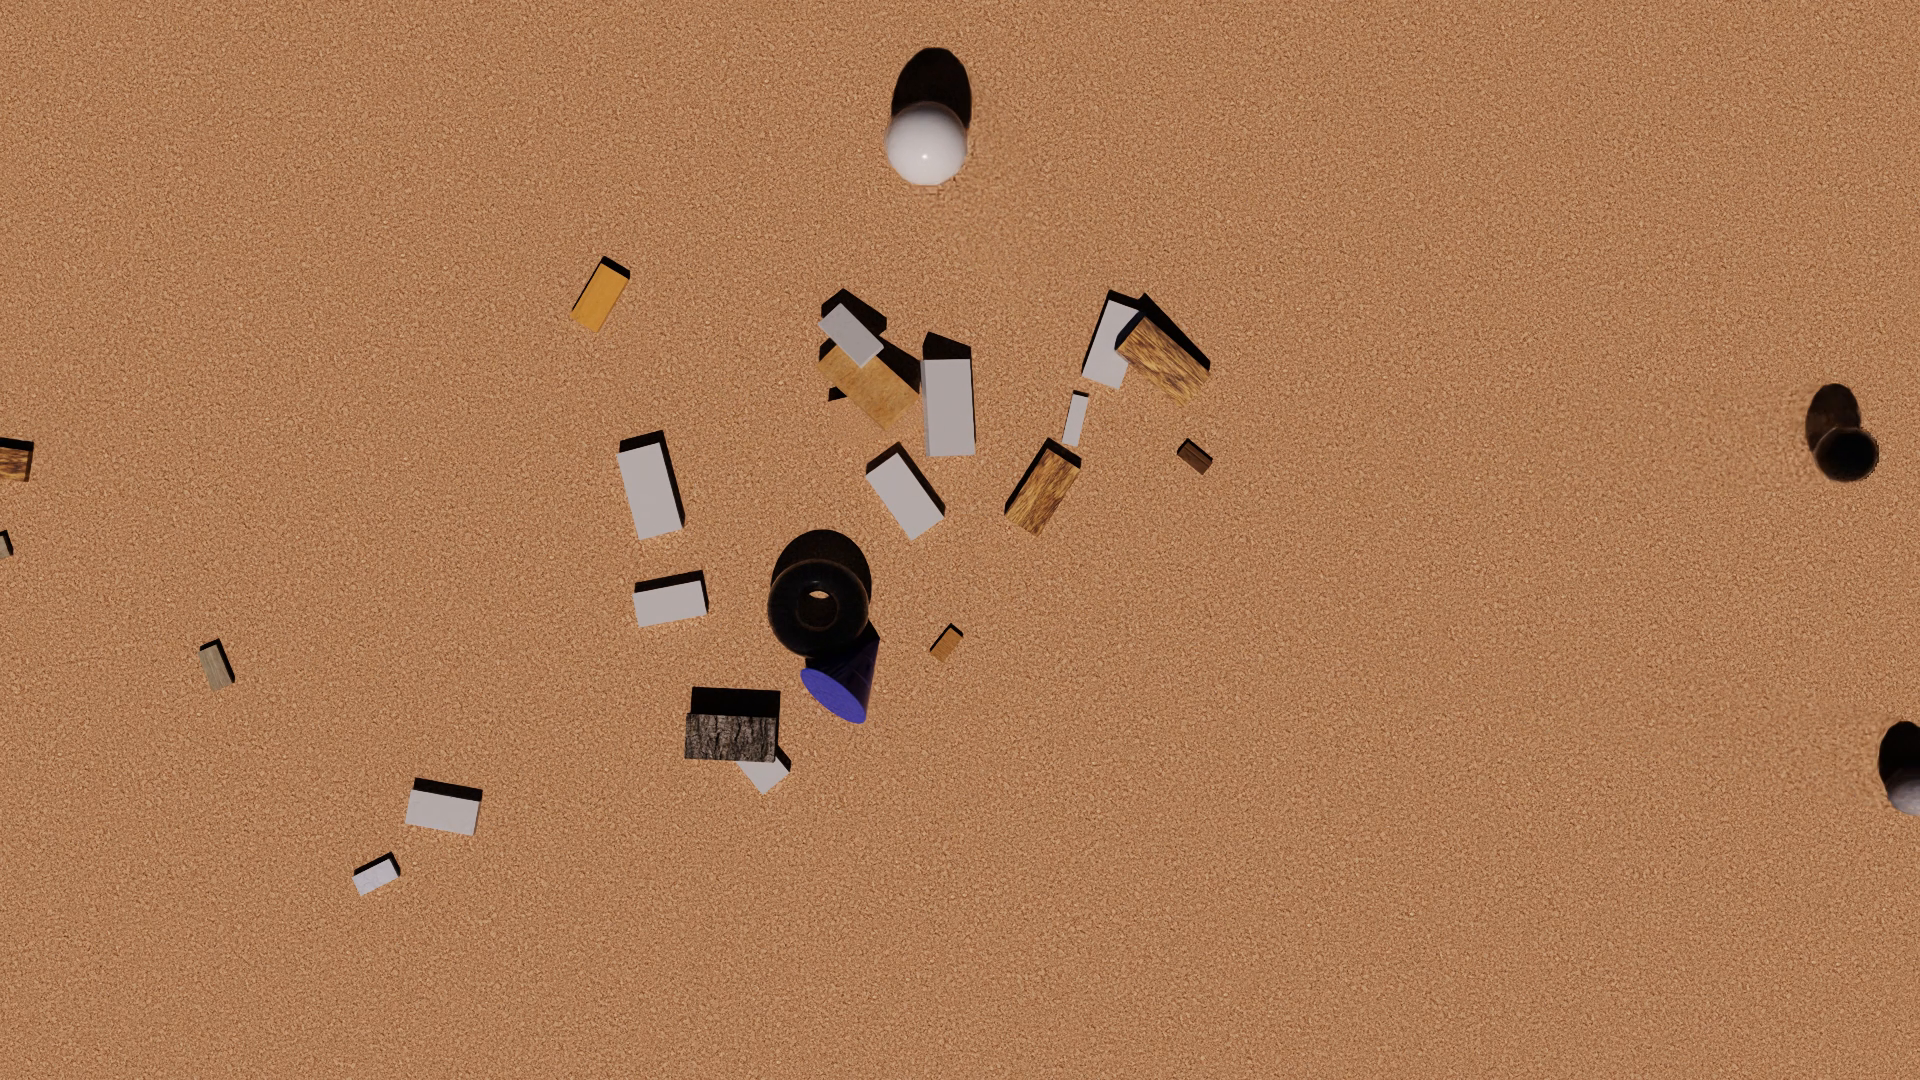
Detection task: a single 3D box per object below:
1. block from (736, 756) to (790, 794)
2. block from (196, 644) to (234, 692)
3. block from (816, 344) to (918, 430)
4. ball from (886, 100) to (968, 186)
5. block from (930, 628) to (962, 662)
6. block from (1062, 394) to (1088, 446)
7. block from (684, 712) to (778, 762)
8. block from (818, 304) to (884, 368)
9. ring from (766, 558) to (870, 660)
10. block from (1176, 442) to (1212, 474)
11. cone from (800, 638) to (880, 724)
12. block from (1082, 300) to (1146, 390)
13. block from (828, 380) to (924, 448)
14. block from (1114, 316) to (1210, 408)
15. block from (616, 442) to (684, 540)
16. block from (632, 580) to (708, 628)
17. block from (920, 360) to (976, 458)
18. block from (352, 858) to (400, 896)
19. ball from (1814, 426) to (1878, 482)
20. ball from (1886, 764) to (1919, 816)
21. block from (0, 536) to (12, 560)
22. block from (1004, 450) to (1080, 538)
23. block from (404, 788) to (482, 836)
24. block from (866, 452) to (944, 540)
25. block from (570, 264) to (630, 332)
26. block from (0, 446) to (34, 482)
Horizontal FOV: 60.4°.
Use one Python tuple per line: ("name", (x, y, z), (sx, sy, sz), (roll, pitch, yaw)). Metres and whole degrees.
("block", (-0.683, 0.720, 5.484), (0.115, 0.033, 0.230), (-40, 90, 0))
("block", (-2.478, 0.426, 5.490), (0.070, 0.020, 0.140), (-22, 90, 0))
("block", (-0.305, -0.522, 5.439), (0.316, 0.045, 0.158), (43, 83, 11))
("ball", (-0.108, -1.289, 5.365), (0.269, 0.269, 0.269), (0, 90, 0))
("block", (-0.046, 0.351, 5.492), (0.054, 0.015, 0.109), (39, 90, 0))
("block", (0.383, -0.398, 5.492), (0.054, 0.015, 0.166), (13, 90, 0))
("block", (-0.756, 0.652, 5.447), (0.295, 0.042, 0.148), (3, 90, 0))
("block", (-0.360, -0.674, 5.438), (0.103, 0.029, 0.206), (-43, 79, -6))
("ring", (-0.469, 0.226, 5.445), (0.339, 0.113, 0.339), (0, 91, 0))
("block", (0.782, -0.270, 5.492), (0.109, 0.015, 0.054), (39, 90, 0))
("cone", (-0.340, 0.417, 5.441), (0.266, 0.266, 0.266), (39, 63, 0))
("block", (0.511, -0.648, 5.481), (0.133, 0.038, 0.266), (20, 90, 0))
("block", (-0.268, -0.418, 5.478), (0.316, 0.045, 0.158), (-14, 90, 0))
("block", (0.671, -0.587, 5.456), (0.295, 0.042, 0.148), (40, 87, -8))
("block", (-1.029, -0.161, 5.479), (0.148, 0.042, 0.295), (-15, 90, 0))
("block", (-0.963, 0.212, 5.484), (0.229, 0.033, 0.115), (-11, 90, 0))
("block", (-0.040, -0.436, 5.452), (0.158, 0.045, 0.316), (-3, 90, -20))
("block", (-1.944, 1.121, 5.490), (0.139, 0.020, 0.070), (-27, 90, 0))
("ball", (2.902, -0.280, 5.408), (0.185, 0.185, 0.185), (0, 90, 0))
("ball", (3.137, 0.822, 5.417), (0.167, 0.167, 0.167), (0, 90, 0))
("block", (-3.235, 0.042, 5.490), (0.140, 0.020, 0.070), (-20, 90, 0))
("block", (0.274, -0.155, 5.481), (0.133, 0.038, 0.266), (33, 90, 0))
("block", (-1.718, 0.904, 5.484), (0.230, 0.033, 0.115), (10, 90, 0))
("block", (-0.184, -0.143, 5.481), (0.133, 0.038, 0.266), (-36, 90, 0))
("block", (-1.199, -0.803, 5.485), (0.103, 0.029, 0.206), (31, 90, 0))
("block", (-3.200, -0.259, 5.485), (0.206, 0.029, 0.103), (9, 90, 0))
